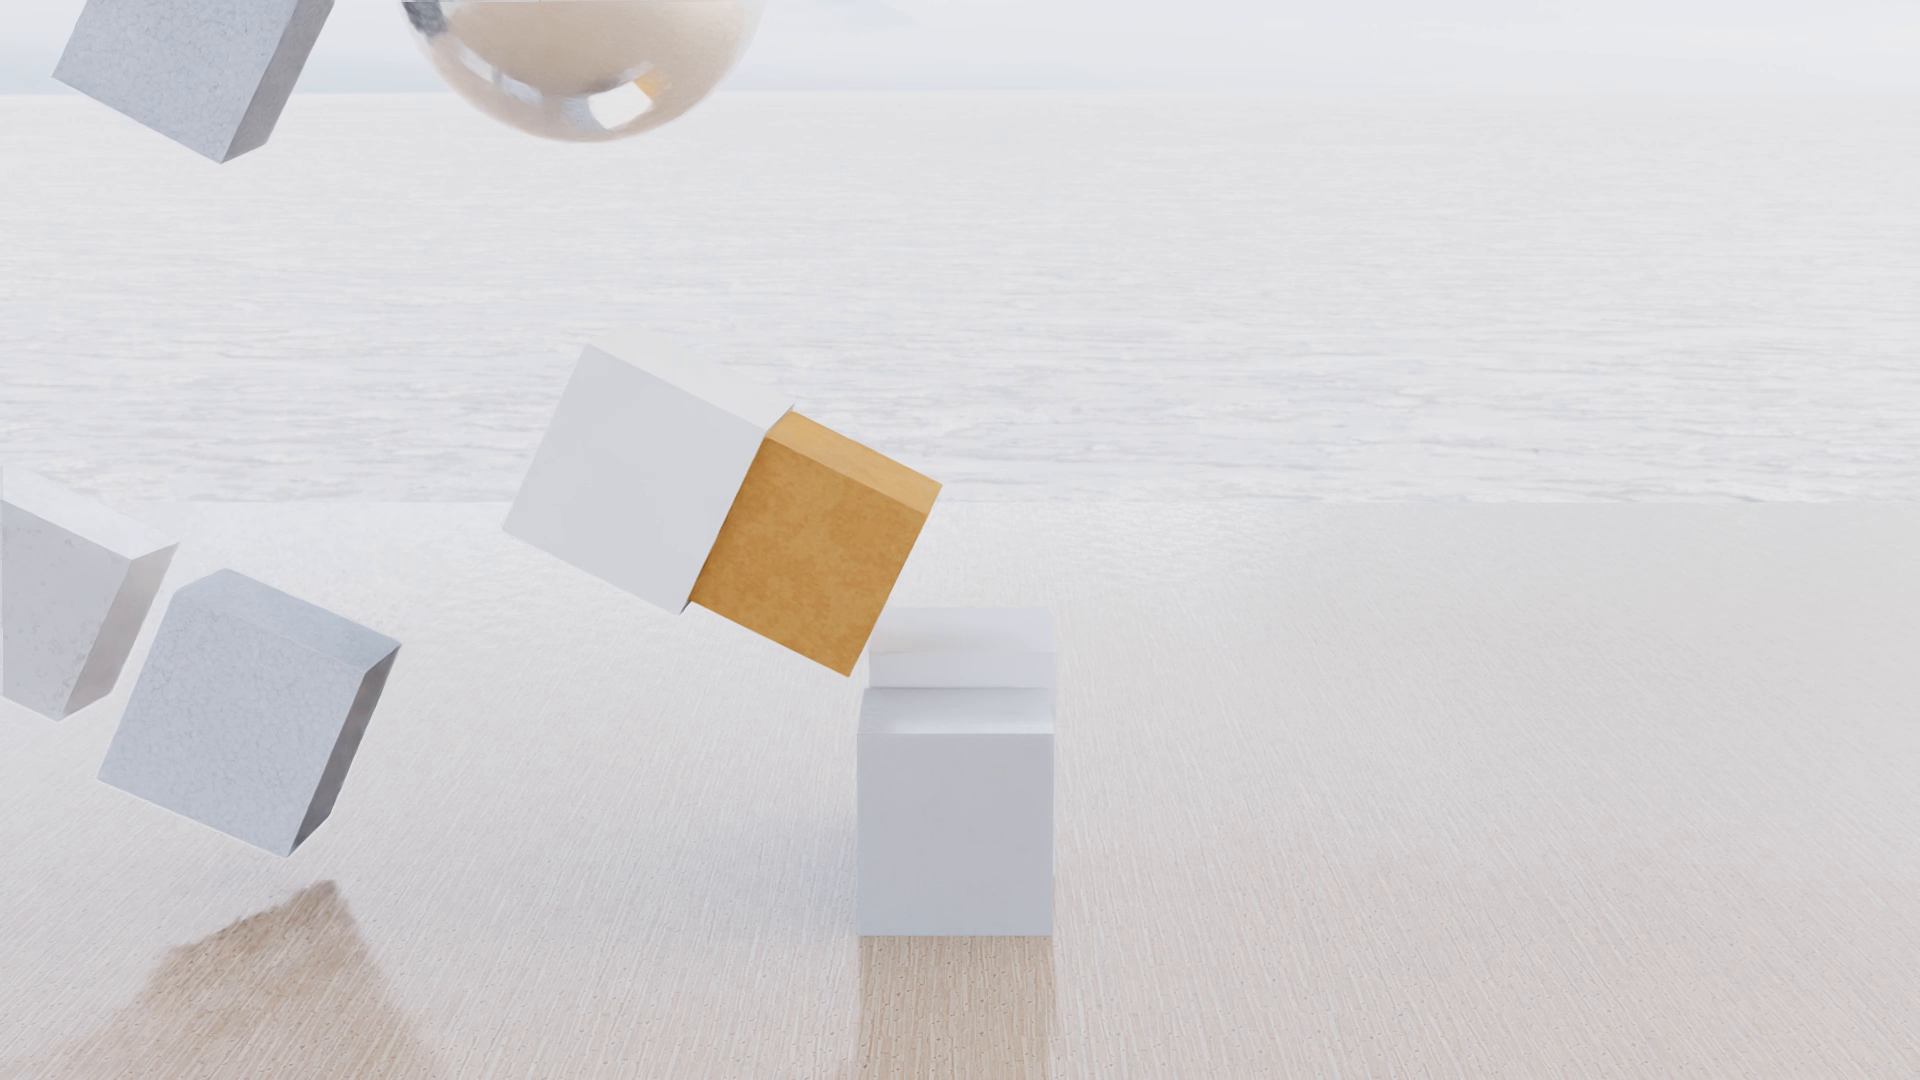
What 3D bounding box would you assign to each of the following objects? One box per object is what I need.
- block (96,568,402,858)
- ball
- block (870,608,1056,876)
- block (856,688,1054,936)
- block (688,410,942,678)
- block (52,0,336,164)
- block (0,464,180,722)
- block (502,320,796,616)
[{"bbox_3d":[-3.100,0.740,11.289,0.865,0.877,0.853,24,5,-4],"label":"block"},{"bbox_3d":[-1.581,-2.463,10.733,1.600,1.600,1.600,0,10,0],"label":"ball"},{"bbox_3d":[0.012,0.904,11.751,0.820,1.016,0.951,0,10,0],"label":"block"},{"bbox_3d":[-0.018,1.139,10.899,0.803,0.860,0.791,0,10,0],"label":"block"},{"bbox_3d":[-0.612,0.002,11.192,0.756,0.780,0.807,26,11,-1],"label":"block"},{"bbox_3d":[-3.135,-2.197,10.722,0.737,0.917,0.871,28,11,-9],"label":"block"},{"bbox_3d":[-4.049,0.215,11.240,0.814,0.770,0.739,25,5,-4],"label":"block"},{"bbox_3d":[-1.334,-0.332,11.188,0.830,0.884,0.953,26,11,-1],"label":"block"}]
